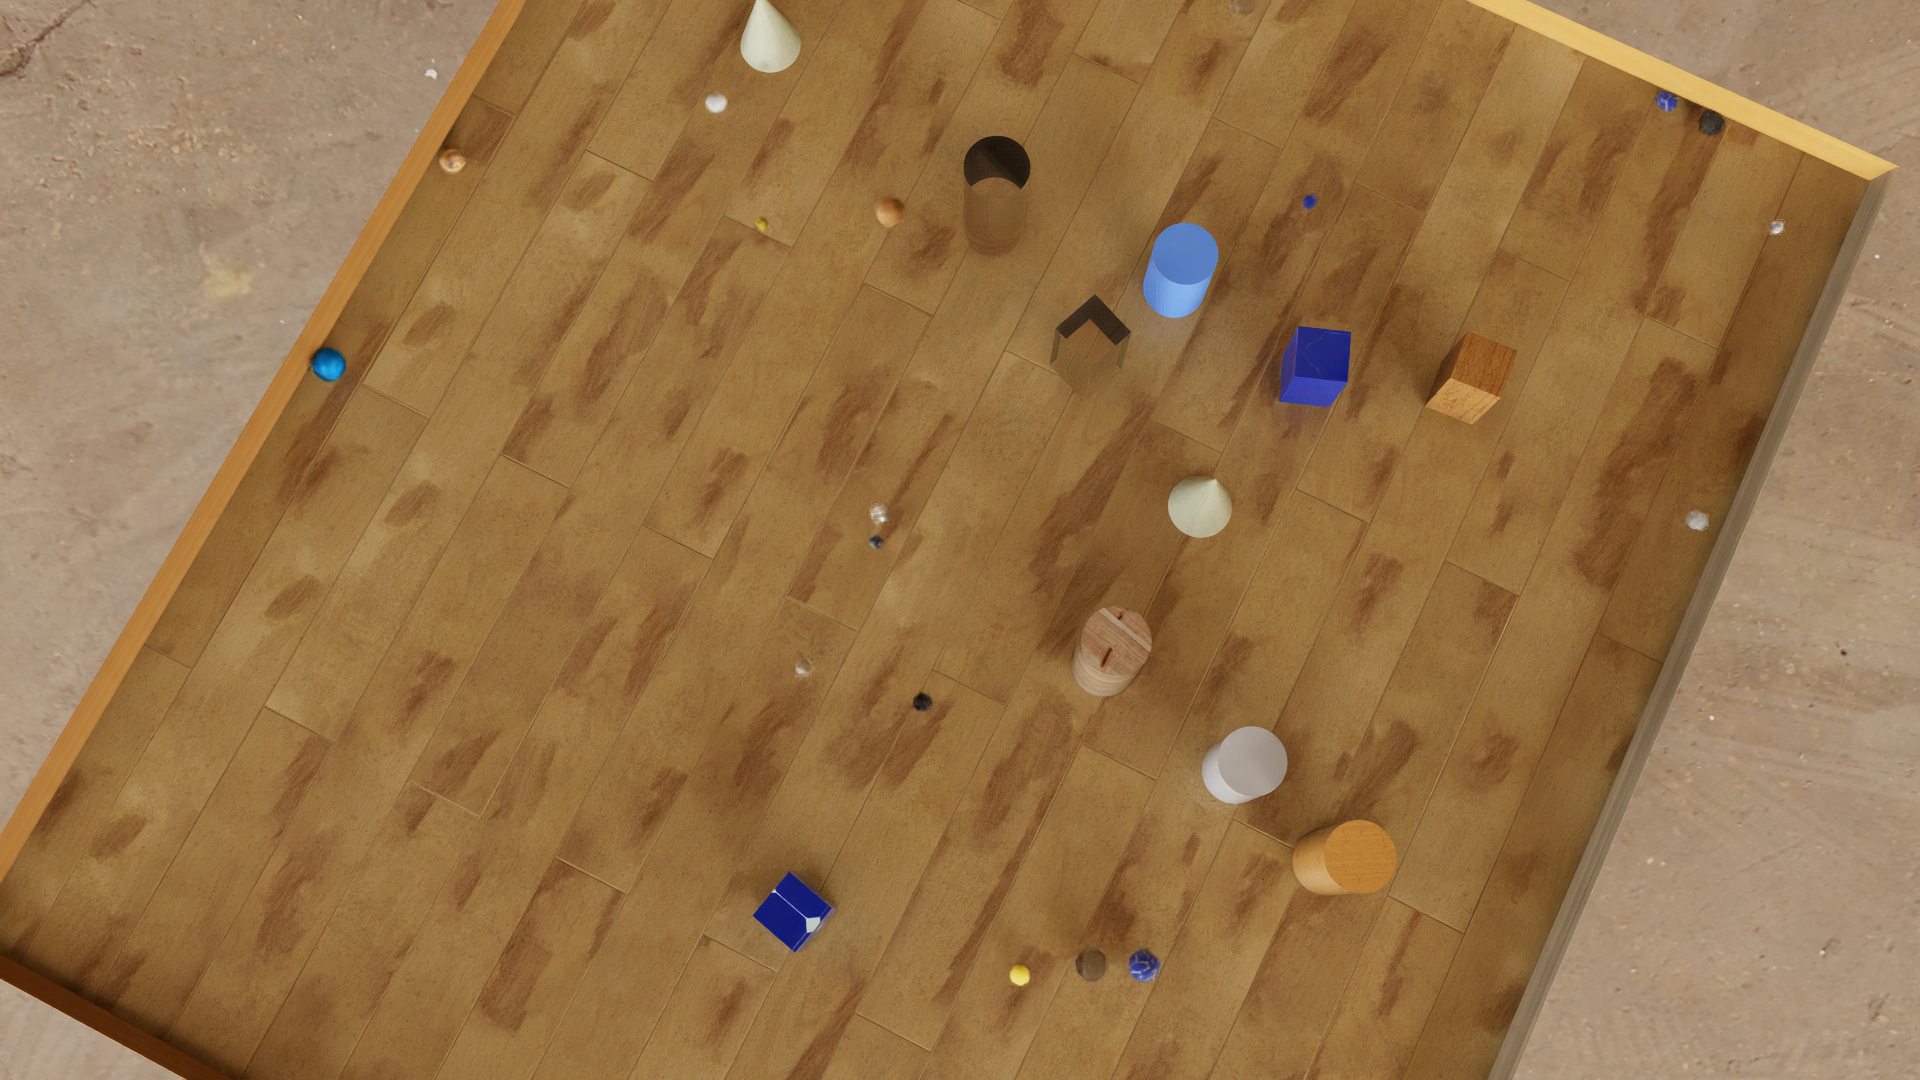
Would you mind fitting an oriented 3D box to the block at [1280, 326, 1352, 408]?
[{"bbox_3d":[1.080,-0.526,5.586,0.157,0.272,0.157,6,78,1],"label":"block"}]

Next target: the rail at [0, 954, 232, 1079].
[{"bbox_3d":[-1.051,2.066,5.123,4.188,0.128,0.045,26,80,5],"label":"rail"}]

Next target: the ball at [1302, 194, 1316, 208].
[{"bbox_3d":[1.109,-1.074,5.816,0.045,0.045,0.045,0,78,0],"label":"ball"}]

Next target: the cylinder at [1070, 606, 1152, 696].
[{"bbox_3d":[0.433,0.328,5.307,0.196,0.474,0.196,0,78,0],"label":"cylinder"}]

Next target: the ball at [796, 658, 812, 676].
[{"bbox_3d":[-0.470,0.384,5.511,0.052,0.052,0.052,0,78,0],"label":"ball"}]

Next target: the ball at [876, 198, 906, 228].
[{"bbox_3d":[-0.218,-1.033,5.784,0.091,0.091,0.091,0,78,0],"label":"ball"}]

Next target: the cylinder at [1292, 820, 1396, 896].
[{"bbox_3d":[1.081,0.903,5.183,0.196,0.482,0.196,0,78,0],"label":"cylinder"}]

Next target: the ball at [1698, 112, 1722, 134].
[{"bbox_3d":[2.399,-1.333,5.855,0.073,0.073,0.073,0,78,0],"label":"ball"}]

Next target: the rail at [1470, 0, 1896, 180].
[{"bbox_3d":[1.051,-2.052,5.975,4.188,0.128,0.045,26,80,5],"label":"rail"}]

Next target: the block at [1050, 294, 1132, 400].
[{"bbox_3d":[0.391,-0.578,5.548,0.157,0.369,0.157,-41,81,-8],"label":"block"}]

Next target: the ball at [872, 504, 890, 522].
[{"bbox_3d":[-0.244,-0.080,5.605,0.056,0.056,0.056,0,78,0],"label":"ball"}]

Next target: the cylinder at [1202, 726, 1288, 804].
[{"bbox_3d":[0.820,0.655,5.307,0.196,0.341,0.196,0,78,0],"label":"cylinder"}]

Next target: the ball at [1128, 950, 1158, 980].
[{"bbox_3d":[0.533,1.234,5.316,0.088,0.088,0.088,0,78,0],"label":"ball"}]

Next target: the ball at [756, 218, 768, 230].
[{"bbox_3d":[-0.625,-1.001,5.803,0.041,0.041,0.041,0,78,0],"label":"ball"}]

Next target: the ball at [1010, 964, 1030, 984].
[{"bbox_3d":[0.174,1.263,5.325,0.058,0.058,0.058,0,78,0],"label":"ball"}]

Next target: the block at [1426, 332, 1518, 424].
[{"bbox_3d":[1.550,-0.489,5.564,0.157,0.301,0.157,22,79,4],"label":"block"}]

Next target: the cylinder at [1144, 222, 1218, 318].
[{"bbox_3d":[0.675,-0.826,5.632,0.196,0.304,0.196,0,78,0],"label":"cylinder"}]

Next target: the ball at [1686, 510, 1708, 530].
[{"bbox_3d":[2.250,-0.062,5.598,0.062,0.062,0.062,0,78,0],"label":"ball"}]

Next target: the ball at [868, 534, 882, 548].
[{"bbox_3d":[-0.257,0.004,5.593,0.044,0.044,0.044,0,78,0],"label":"ball"}]

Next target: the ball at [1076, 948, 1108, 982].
[{"bbox_3d":[0.382,1.231,5.314,0.094,0.094,0.094,0,78,0],"label":"ball"}]

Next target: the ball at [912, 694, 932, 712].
[{"bbox_3d":[-0.114,0.487,5.488,0.055,0.055,0.055,0,78,0],"label":"ball"}]

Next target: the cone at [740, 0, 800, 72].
[{"bbox_3d":[-0.615,-1.644,5.782,0.196,0.342,0.196,0,78,0],"label":"cone"}]

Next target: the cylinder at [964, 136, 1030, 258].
[{"bbox_3d":[0.108,-1.040,5.586,0.196,0.481,0.196,0,78,0],"label":"cylinder"}]

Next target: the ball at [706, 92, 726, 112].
[{"bbox_3d":[-0.781,-1.404,5.874,0.065,0.065,0.065,0,78,0],"label":"ball"}]

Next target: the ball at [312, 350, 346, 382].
[{"bbox_3d":[-1.955,-0.540,5.678,0.098,0.098,0.098,0,78,0],"label":"ball"}]

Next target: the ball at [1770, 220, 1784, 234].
[{"bbox_3d":[2.584,-0.990,5.801,0.040,0.040,0.040,0,78,0],"label":"ball"}]

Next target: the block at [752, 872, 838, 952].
[{"bbox_3d":[-0.469,1.068,5.256,0.157,0.274,0.157,39,81,7],"label":"block"}]

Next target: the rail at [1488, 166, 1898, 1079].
[{"bbox_3d":[1.852,0.913,5.361,0.045,0.128,4.750,26,80,5],"label":"rail"}]

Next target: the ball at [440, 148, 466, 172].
[{"bbox_3d":[-1.613,-1.208,5.826,0.080,0.080,0.080,0,78,0],"label":"ball"}]

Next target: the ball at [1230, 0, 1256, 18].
[{"bbox_3d":[0.916,-1.737,5.933,0.085,0.085,0.085,0,78,0],"label":"ball"}]

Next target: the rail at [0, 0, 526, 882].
[{"bbox_3d":[-1.852,-0.900,5.737,0.045,0.128,4.750,26,80,5],"label":"rail"}]

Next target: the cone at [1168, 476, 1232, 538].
[{"bbox_3d":[0.739,-0.140,5.463,0.196,0.358,0.196,0,78,0],"label":"cone"}]

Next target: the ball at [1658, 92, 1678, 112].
[{"bbox_3d":[2.271,-1.406,5.877,0.061,0.061,0.061,0,78,0],"label":"ball"}]
